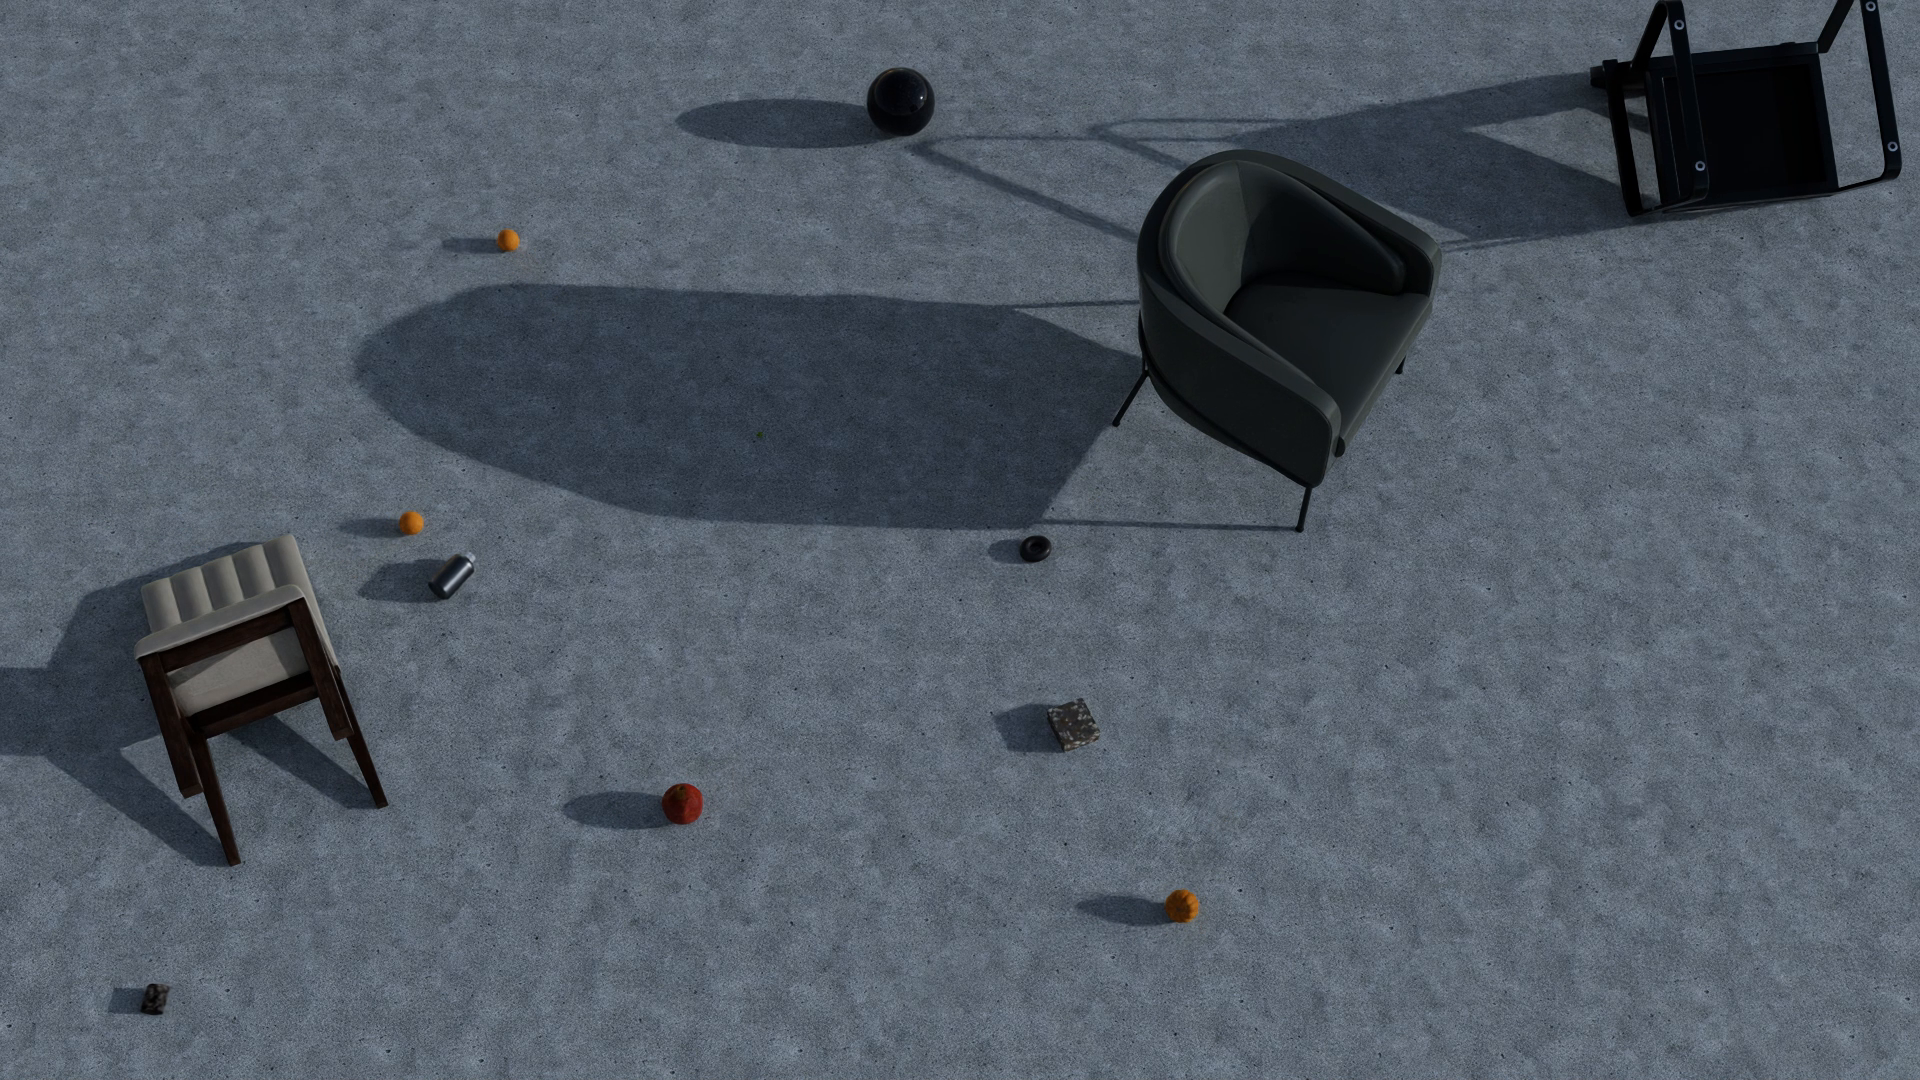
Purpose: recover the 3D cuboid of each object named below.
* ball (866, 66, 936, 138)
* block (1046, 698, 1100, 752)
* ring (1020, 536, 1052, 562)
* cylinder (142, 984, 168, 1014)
[{"bbox_3d":[-0.200,-1.479,7.425,0.234,0.234,0.234,0,56,0],"label":"ball"},{"bbox_3d":[0.319,0.521,6.195,0.109,0.049,0.119,-19,58,-13],"label":"block"},{"bbox_3d":[0.224,0.026,6.536,0.101,0.035,0.085,-27,61,-16],"label":"ring"},{"bbox_3d":[-2.102,1.200,5.746,0.059,0.037,0.071,-26,27,6],"label":"cylinder"}]
